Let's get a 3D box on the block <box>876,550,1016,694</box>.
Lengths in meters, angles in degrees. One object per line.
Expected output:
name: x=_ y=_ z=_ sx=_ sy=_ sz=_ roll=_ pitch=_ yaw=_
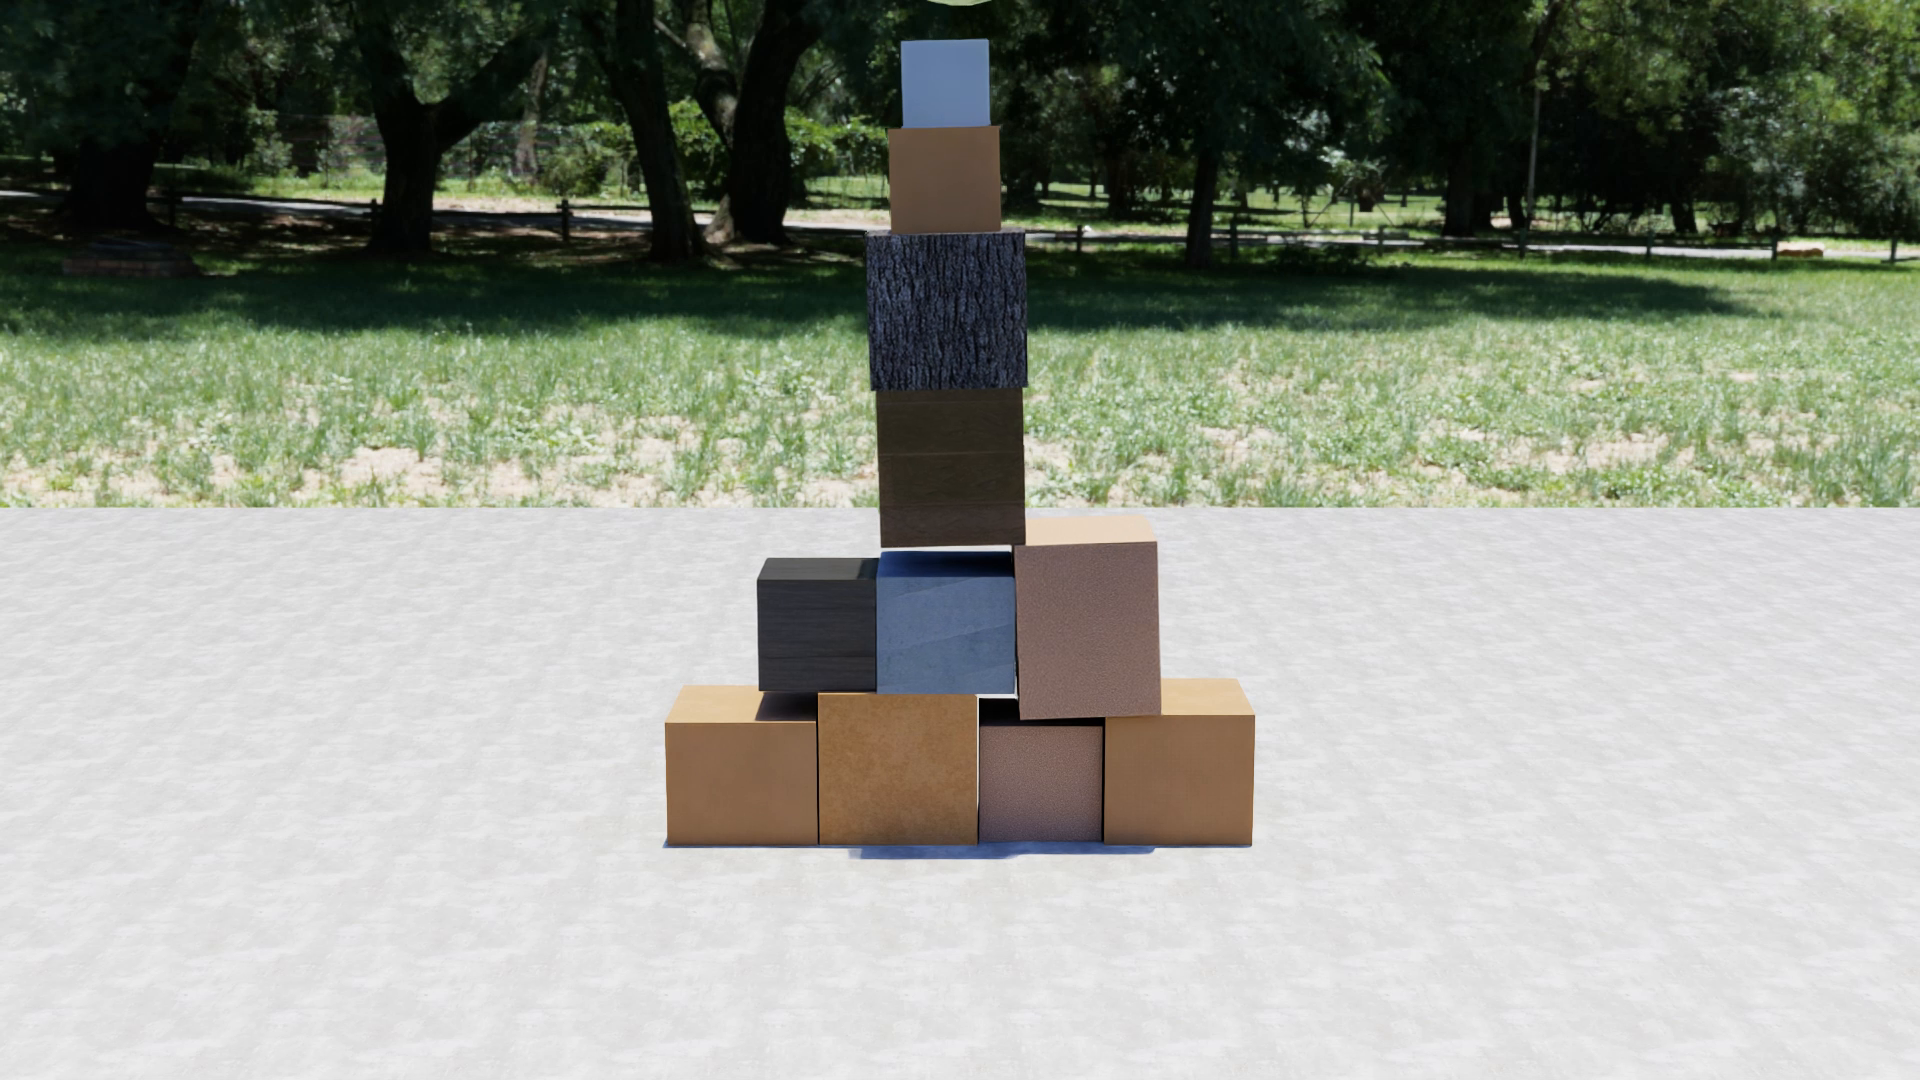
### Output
block: x=-0.069 y=0.412 z=11.256 sx=0.686 sy=0.594 sz=0.720 roll=0 pitch=10 yaw=0

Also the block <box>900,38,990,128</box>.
block: x=-0.068 y=-2.233 z=10.793 sx=0.420 sy=0.412 sz=0.478 roll=-1 pitch=10 yaw=0

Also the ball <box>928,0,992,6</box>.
ball: x=0.000 y=-4.598 z=15.533 sx=1.600 sy=1.600 sz=1.600 roll=0 pitch=10 yaw=0

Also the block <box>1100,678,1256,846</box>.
block: x=1.101 y=1.139 z=11.403 sx=0.748 sy=0.680 sz=0.755 roll=0 pitch=10 yaw=0

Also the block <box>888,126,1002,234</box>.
block: x=-0.072 y=-1.778 z=10.848 sx=0.534 sy=0.503 sz=0.512 roll=-1 pitch=10 yaw=0

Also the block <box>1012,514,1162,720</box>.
block: x=0.635 y=0.380 z=11.237 sx=0.703 sy=0.879 sz=0.777 roll=-2 pitch=10 yaw=0

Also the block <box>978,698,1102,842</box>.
block: x=0.407 y=1.182 z=11.382 sx=0.620 sy=0.602 sz=0.572 roll=0 pitch=10 yaw=0

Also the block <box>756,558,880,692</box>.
block: x=-0.711 y=0.424 z=11.252 sx=0.596 sy=0.571 sz=0.593 roll=0 pitch=10 yaw=0

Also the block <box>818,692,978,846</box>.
block: x=-0.310 y=1.089 z=11.384 sx=0.795 sy=0.784 sz=0.733 roll=0 pitch=10 yaw=0

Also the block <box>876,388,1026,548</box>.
block: x=-0.042 y=-0.415 z=11.097 sx=0.716 sy=0.775 sz=0.728 roll=-1 pitch=10 yaw=0

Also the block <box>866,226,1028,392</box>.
block: x=-0.061 y=-1.164 z=10.967 sx=0.767 sy=0.747 sz=0.736 roll=-1 pitch=10 yaw=0

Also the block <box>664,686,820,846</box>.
block: x=-1.096 y=1.158 z=11.406 sx=0.757 sy=0.642 sz=0.762 roll=0 pitch=10 yaw=0
